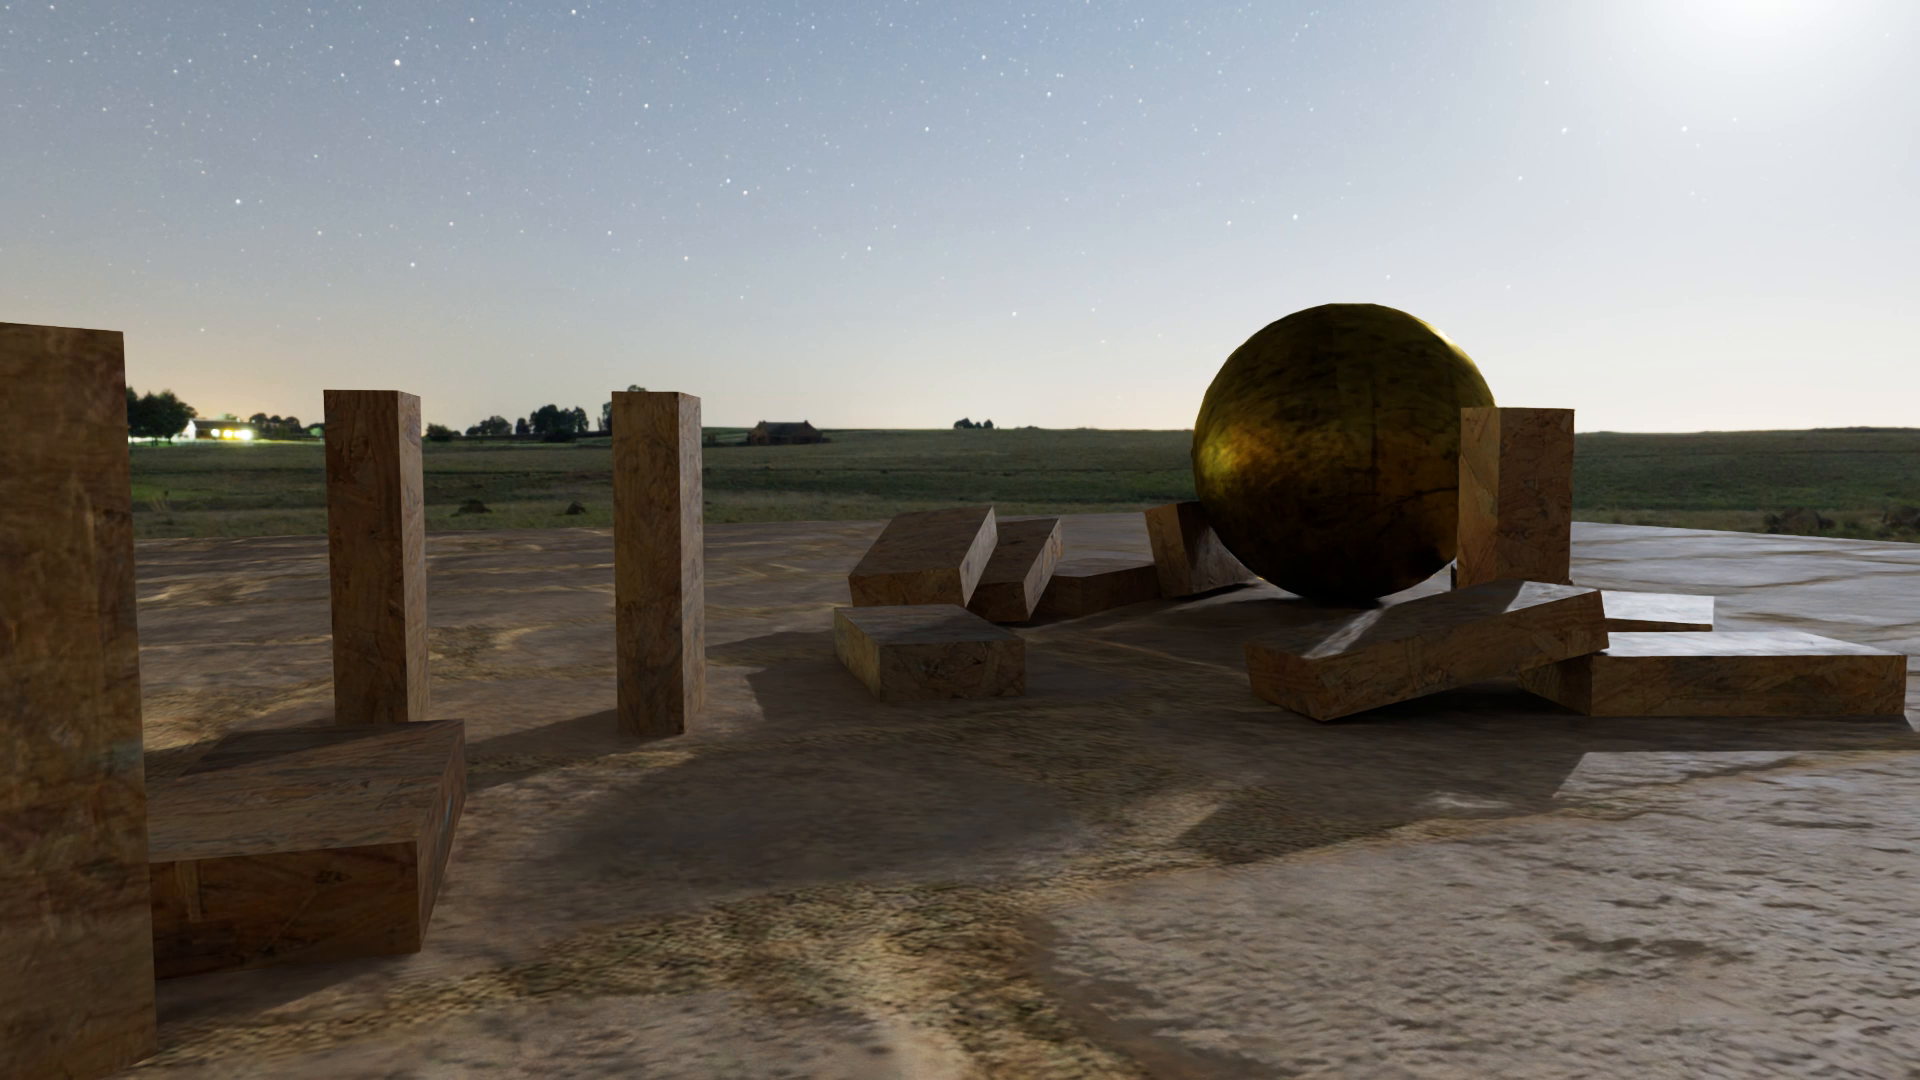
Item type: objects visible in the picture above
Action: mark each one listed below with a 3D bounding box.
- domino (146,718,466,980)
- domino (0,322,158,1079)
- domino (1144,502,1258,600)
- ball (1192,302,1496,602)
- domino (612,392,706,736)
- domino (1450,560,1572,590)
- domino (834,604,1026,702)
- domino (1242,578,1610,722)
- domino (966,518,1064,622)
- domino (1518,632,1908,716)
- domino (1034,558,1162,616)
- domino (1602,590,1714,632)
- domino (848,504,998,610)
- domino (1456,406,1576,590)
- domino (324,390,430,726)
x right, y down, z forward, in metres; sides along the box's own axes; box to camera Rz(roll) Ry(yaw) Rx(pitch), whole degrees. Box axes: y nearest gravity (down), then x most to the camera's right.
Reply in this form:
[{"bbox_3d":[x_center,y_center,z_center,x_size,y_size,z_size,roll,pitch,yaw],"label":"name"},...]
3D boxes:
[{"bbox_3d":[-0.064,0.028,0.127,0.025,0.010,0.050,-1,4,-17],"label":"domino"},{"bbox_3d":[-0.066,0.012,0.079,0.009,0.050,0.025,2,5,26],"label":"domino"},{"bbox_3d":[0.070,0.002,0.369,0.010,0.025,0.050,-13,-4,33],"label":"domino"},{"bbox_3d":[0.103,-0.023,0.345,0.080,0.080,0.080,0,4,0],"label":"ball"},{"bbox_3d":[-0.046,0.003,0.198,0.009,0.050,0.025,0,4,-4],"label":"domino"},{"bbox_3d":[0.143,0.012,0.335,0.025,0.010,0.050,0,4,18],"label":"domino"},{"bbox_3d":[-0.007,0.020,0.238,0.025,0.010,0.050,-1,4,-14],"label":"domino"},{"bbox_3d":[0.075,0.017,0.210,0.050,0.009,0.025,-12,5,-11],"label":"domino"},{"bbox_3d":[0.009,0.007,0.319,0.025,0.010,0.050,-4,17,16],"label":"domino"},{"bbox_3d":[0.123,0.022,0.213,0.050,0.010,0.025,0,4,-2],"label":"domino"},{"bbox_3d":[0.034,0.012,0.346,0.025,0.010,0.050,3,5,35],"label":"domino"},{"bbox_3d":[0.140,0.018,0.263,0.025,0.009,0.050,3,5,31],"label":"domino"},{"bbox_3d":[-0.007,0.004,0.303,0.025,0.009,0.050,-5,16,12],"label":"domino"},{"bbox_3d":[0.118,-0.003,0.274,0.025,0.050,0.009,-3,5,-31],"label":"domino"},{"bbox_3d":[-0.087,0.003,0.193,0.009,0.050,0.025,-1,4,-16],"label":"domino"}]
